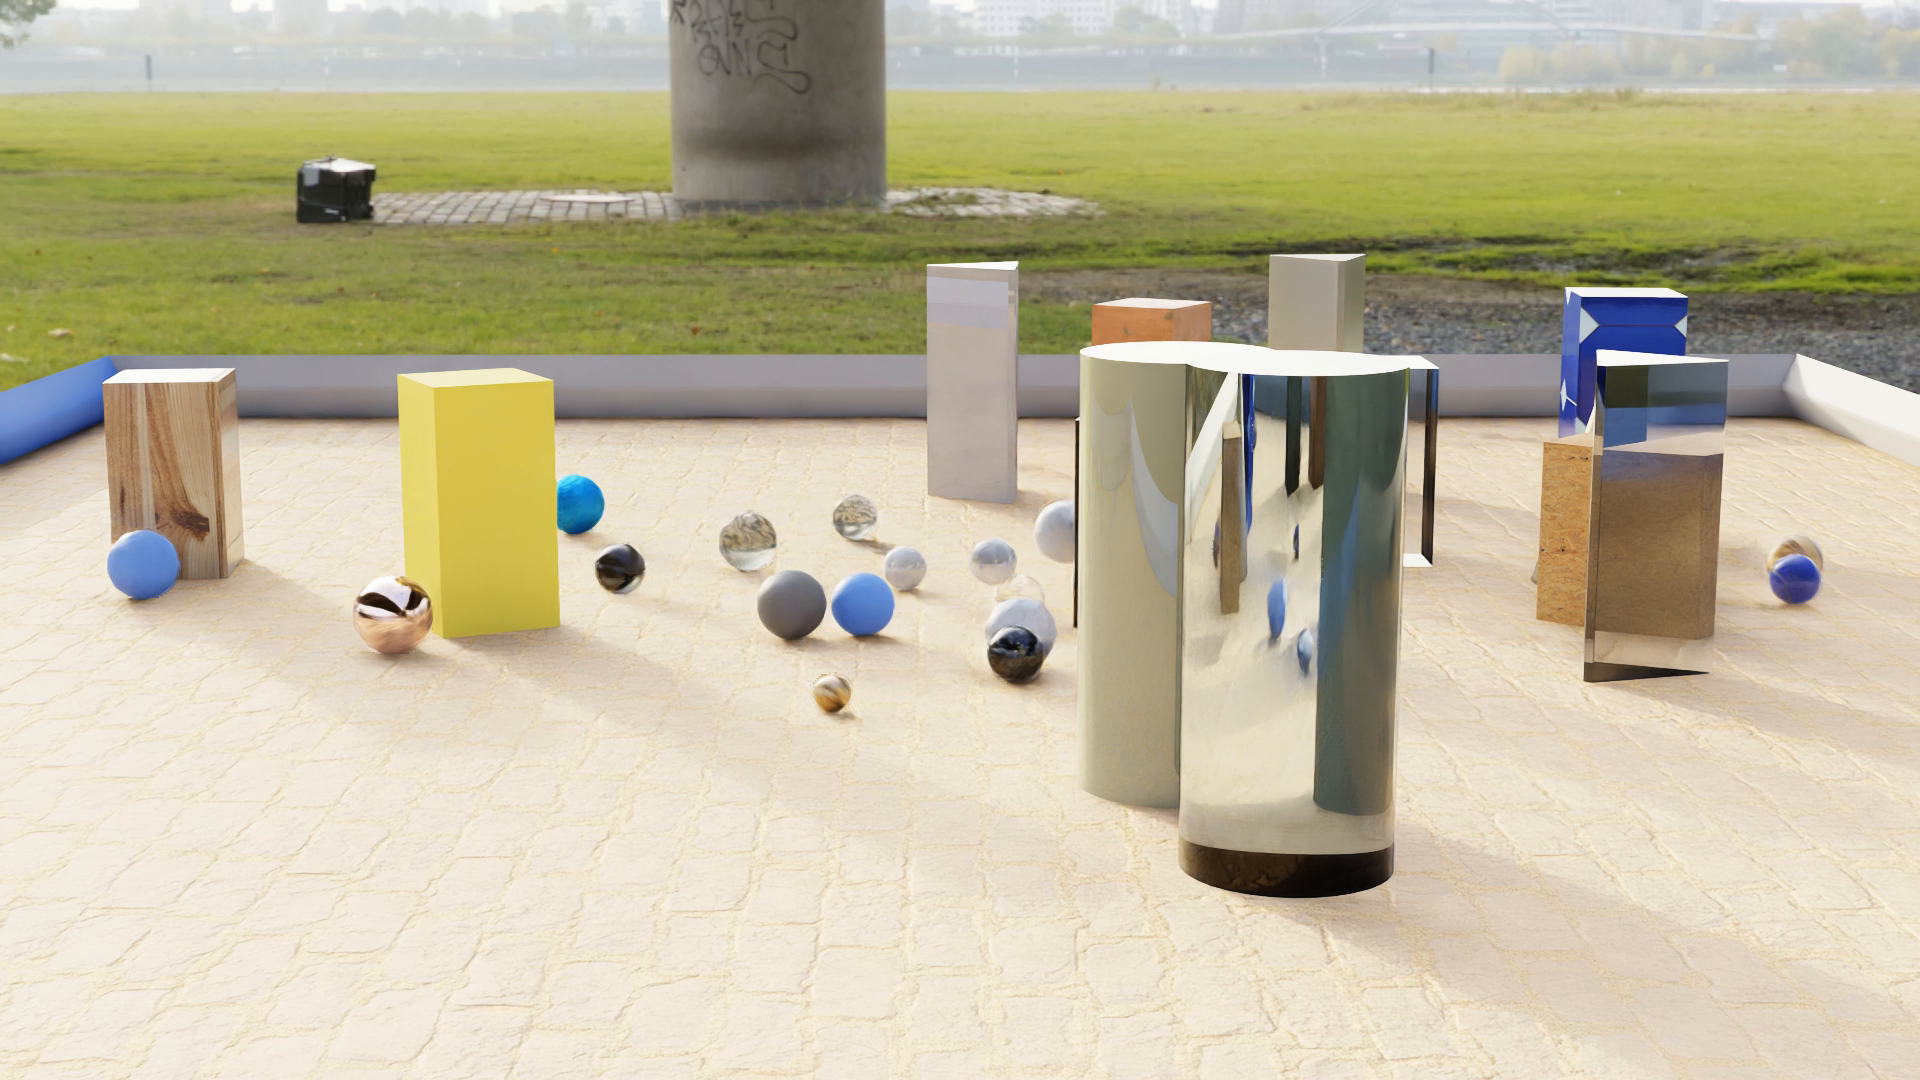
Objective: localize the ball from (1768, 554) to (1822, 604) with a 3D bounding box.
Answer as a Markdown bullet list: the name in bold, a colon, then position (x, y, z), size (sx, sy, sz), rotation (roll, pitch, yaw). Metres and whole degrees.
- **ball**: position (1.142, 0.054, 3.509), size (0.069, 0.069, 0.069), rotation (0, 10, 0)

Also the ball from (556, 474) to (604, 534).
- **ball**: position (-0.606, -0.056, 4.033), size (0.093, 0.093, 0.093), rotation (0, 10, 0)

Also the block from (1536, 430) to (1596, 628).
- **block**: position (0.879, -0.013, 3.401), size (0.159, 0.239, 0.159), rotation (9, 14, 41)

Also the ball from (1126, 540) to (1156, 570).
- **ball**: position (0.265, 0.022, 3.747), size (0.044, 0.044, 0.044), rotation (0, 10, 0)

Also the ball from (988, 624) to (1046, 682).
- **ball**: position (0.067, 0.136, 3.063), size (0.069, 0.069, 0.069), rotation (0, 10, 0)

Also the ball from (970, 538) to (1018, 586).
- **ball**: position (0.044, 0.029, 3.410), size (0.064, 0.064, 0.064), rotation (0, 10, 0)

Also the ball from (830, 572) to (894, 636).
- **ball**: position (-0.126, 0.083, 3.312), size (0.083, 0.083, 0.083), rotation (0, 10, 0)

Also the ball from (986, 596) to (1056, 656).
- **ball**: position (0.074, 0.113, 3.138), size (0.087, 0.087, 0.087), rotation (0, 10, 0)

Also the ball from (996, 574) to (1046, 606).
- **ball**: position (0.080, 0.078, 3.387), size (0.065, 0.065, 0.065), rotation (0, 10, 0)

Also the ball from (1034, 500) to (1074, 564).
- **ball**: position (0.147, -0.011, 3.540), size (0.089, 0.089, 0.089), rotation (0, 10, 0)

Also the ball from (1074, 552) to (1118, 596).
- **ball**: position (0.188, 0.048, 3.561), size (0.061, 0.061, 0.061), rotation (0, 10, 0)

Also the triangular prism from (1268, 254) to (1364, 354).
- **triangular prism**: position (0.654, -0.299, 4.506), size (0.149, 0.399, 0.172), rotation (-8, 13, -38)

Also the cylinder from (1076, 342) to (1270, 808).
- **cylinder**: position (0.219, 0.030, 2.604), size (0.198, 0.444, 0.198), rotation (0, 10, 0)

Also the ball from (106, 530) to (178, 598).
- **ball**: position (-1.129, 0.034, 3.545), size (0.095, 0.095, 0.095), rotation (0, 10, 0)

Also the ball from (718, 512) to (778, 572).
- **ball**: position (-0.309, 0.002, 3.736), size (0.087, 0.087, 0.087), rotation (0, 10, 0)

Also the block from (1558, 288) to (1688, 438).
- **block**: position (1.024, -0.193, 3.983), size (0.159, 0.382, 0.159), rotation (1, 11, 4)

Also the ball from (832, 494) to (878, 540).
- **ball**: position (-0.163, -0.036, 3.983), size (0.072, 0.072, 0.072), rotation (0, 10, 0)

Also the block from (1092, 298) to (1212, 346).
- **block**: position (0.344, -0.272, 4.614), size (0.159, 0.307, 0.159), rotation (6, 12, 30)

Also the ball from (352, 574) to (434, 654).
- **ball**: position (-0.710, 0.093, 3.211), size (0.099, 0.099, 0.099), rotation (0, 10, 0)

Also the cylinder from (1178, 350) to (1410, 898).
- **cylinder**: position (0.301, 0.071, 2.328), size (0.198, 0.465, 0.198), rotation (0, 10, 0)

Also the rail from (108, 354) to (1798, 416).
- **rail**: position (-0.011, -0.320, 5.355), size (3.536, 0.129, 0.045), rotation (0, 10, 0)

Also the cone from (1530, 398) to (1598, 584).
- **cone**: position (0.916, -0.099, 3.633), size (0.198, 0.323, 0.198), rotation (0, 10, 0)

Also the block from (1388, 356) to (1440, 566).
- **block**: position (0.616, -0.120, 3.829), size (0.159, 0.293, 0.159), rotation (0, 10, 0)

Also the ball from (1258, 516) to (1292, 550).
- **ball**: position (0.480, -0.011, 3.908), size (0.050, 0.050, 0.050), rotation (0, 10, 0)

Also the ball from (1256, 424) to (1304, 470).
- **ball**: position (0.556, -0.162, 4.461), size (0.082, 0.082, 0.082), rotation (0, 10, 0)

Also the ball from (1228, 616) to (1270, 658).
- **ball**: position (0.358, 0.121, 3.189), size (0.053, 0.053, 0.053), rotation (0, 10, 0)

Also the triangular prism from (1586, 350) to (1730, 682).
- **triangular prism**: position (0.811, -0.034, 3.128), size (0.172, 0.380, 0.149), rotation (-3, 11, -17)

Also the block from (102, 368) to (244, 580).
- **block**: position (-1.141, -0.097, 3.731), size (0.159, 0.285, 0.159), rotation (-1, 11, -7)

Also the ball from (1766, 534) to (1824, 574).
- **ball**: position (1.175, 0.030, 3.613), size (0.077, 0.077, 0.077), rotation (0, 10, 0)

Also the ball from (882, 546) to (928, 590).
- **ball**: position (-0.078, 0.039, 3.606), size (0.063, 0.063, 0.063), rotation (0, 10, 0)

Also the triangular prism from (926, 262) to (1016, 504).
- **triangular prism**: position (0.056, -0.274, 4.388), size (0.172, 0.393, 0.149), rotation (7, 13, 33)

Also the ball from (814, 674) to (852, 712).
- **ball**: position (-0.145, 0.175, 2.923), size (0.043, 0.043, 0.043), rotation (0, 10, 0)

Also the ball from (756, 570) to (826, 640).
- **ball**: position (-0.216, 0.083, 3.295), size (0.090, 0.090, 0.090), rotation (0, 10, 0)

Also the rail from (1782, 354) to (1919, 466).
- **rail**: position (1.744, 0.031, 3.459), size (0.045, 0.129, 3.926), rotation (0, 10, 0)

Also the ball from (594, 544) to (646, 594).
- **ball**: position (-0.473, 0.040, 3.571), size (0.072, 0.072, 0.072), rotation (0, 10, 0)

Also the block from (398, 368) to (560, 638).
- **block**: position (-0.633, -0.052, 3.376), size (0.159, 0.325, 0.159), rotation (-6, 12, -28)

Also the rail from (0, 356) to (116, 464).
- **rail**: position (-1.744, 0.035, 3.439), size (0.045, 0.129, 3.926), rotation (0, 10, 0)

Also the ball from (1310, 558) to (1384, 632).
- **ball**: position (0.505, 0.072, 3.342), size (0.094, 0.094, 0.094), rotation (0, 10, 0)

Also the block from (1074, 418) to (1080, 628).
- **block**: position (0.248, -0.030, 3.395), size (0.159, 0.275, 0.159), rotation (3, 11, 17)
